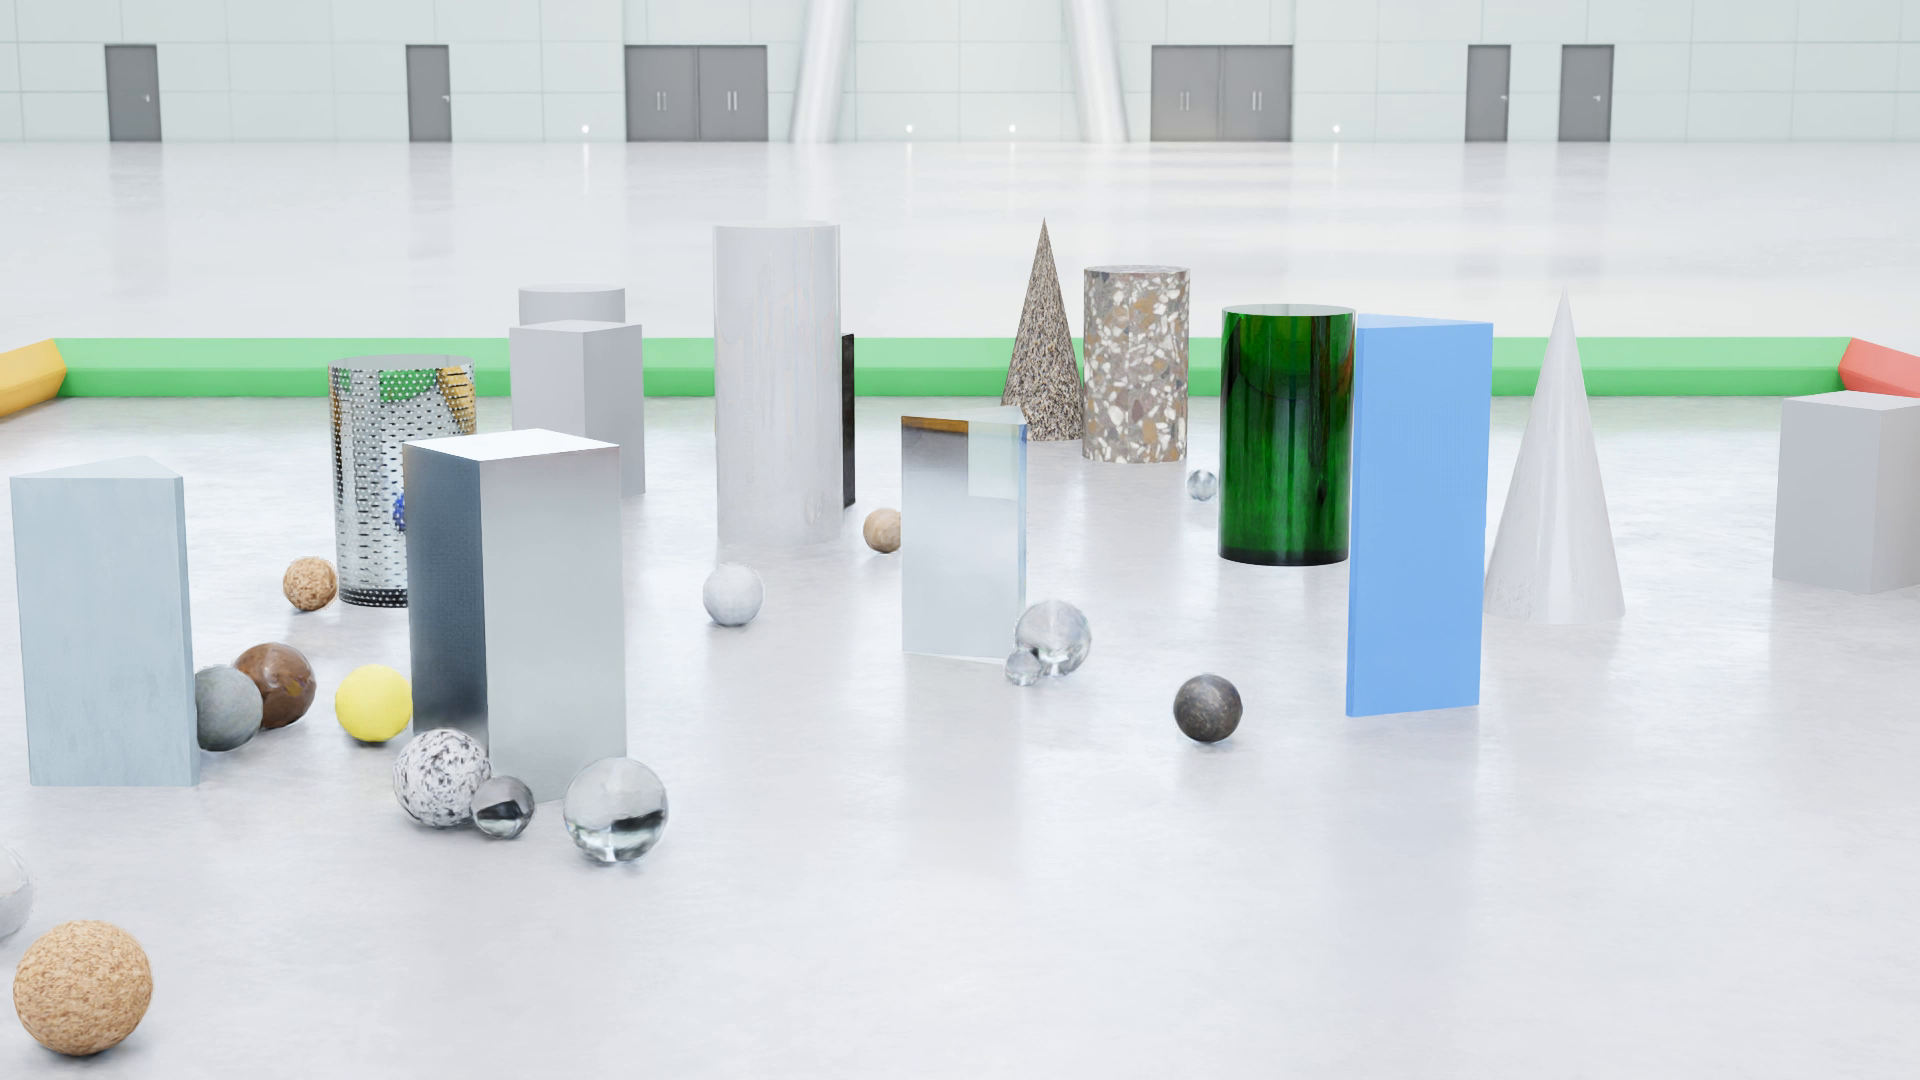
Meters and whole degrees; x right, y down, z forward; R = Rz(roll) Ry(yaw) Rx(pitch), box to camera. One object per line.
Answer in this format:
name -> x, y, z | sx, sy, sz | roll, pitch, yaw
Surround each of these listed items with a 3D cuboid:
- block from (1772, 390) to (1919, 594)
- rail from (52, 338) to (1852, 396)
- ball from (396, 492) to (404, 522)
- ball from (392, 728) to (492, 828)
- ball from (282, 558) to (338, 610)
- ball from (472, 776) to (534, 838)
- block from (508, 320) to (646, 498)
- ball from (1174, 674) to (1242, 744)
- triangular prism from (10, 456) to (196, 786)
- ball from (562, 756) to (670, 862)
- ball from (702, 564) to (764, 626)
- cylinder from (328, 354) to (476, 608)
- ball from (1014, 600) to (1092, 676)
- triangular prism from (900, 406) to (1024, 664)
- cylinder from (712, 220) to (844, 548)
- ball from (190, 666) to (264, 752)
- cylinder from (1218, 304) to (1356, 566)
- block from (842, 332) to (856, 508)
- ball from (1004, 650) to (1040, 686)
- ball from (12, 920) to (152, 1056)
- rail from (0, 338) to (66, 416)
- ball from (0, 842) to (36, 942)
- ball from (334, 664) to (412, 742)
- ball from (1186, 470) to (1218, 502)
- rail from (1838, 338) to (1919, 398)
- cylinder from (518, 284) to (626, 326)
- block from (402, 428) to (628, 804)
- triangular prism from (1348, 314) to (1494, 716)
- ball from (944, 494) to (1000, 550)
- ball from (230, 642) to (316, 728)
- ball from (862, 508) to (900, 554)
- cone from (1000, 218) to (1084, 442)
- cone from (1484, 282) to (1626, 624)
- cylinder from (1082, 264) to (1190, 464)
block -> 1.280, -0.071, 3.657 | 0.158, 0.259, 0.158 | -8, 13, -37
rail -> -0.013, -0.382, 5.691 | 4.005, 0.128, 0.045 | 0, 10, 0
ball -> -0.868, -0.052, 4.094 | 0.064, 0.064, 0.064 | 0, 10, 0
ball -> -0.501, 0.230, 2.483 | 0.095, 0.095, 0.095 | 0, 10, 0
ball -> -0.878, 0.060, 3.465 | 0.072, 0.072, 0.072 | 0, 10, 0
ball -> -0.436, 0.255, 2.448 | 0.059, 0.059, 0.059 | 0, 10, 0
block -> -0.650, -0.219, 4.366 | 0.158, 0.292, 0.158 | 6, 12, 30
ball -> 0.269, 0.183, 2.788 | 0.075, 0.075, 0.075 | 0, 10, 0
triangular prism -> -0.866, 0.081, 2.672 | 0.171, 0.320, 0.148 | 0, 10, 1
ball -> -0.318, 0.249, 2.371 | 0.098, 0.098, 0.098 | 0, 10, 0
ball -> -0.299, 0.072, 3.375 | 0.081, 0.081, 0.081 | 0, 10, 0
cylinder -> -0.768, -0.085, 3.554 | 0.198, 0.325, 0.198 | 0, 10, 0
ball -> 0.113, 0.118, 3.091 | 0.093, 0.093, 0.093 | 0, 10, 0
triangular prism -> 0.037, -0.012, 3.227 | 0.171, 0.299, 0.148 | 6, 12, 28
cylinder -> -0.282, -0.246, 3.980 | 0.198, 0.486, 0.198 | 0, 10, 0
ball -> -0.788, 0.180, 2.727 | 0.091, 0.091, 0.091 | 0, 10, 0
cylinder -> 0.487, -0.160, 3.835 | 0.198, 0.369, 0.198 | 0, 10, 0
block -> -0.276, -0.194, 4.243 | 0.158, 0.288, 0.158 | 4, 11, 19
ball -> 0.074, 0.152, 3.047 | 0.042, 0.042, 0.042 | 0, 10, 0
ball -> -0.653, 0.334, 1.913 | 0.099, 0.099, 0.099 | 0, 10, 0
rail -> -1.979, 0.035, 3.438 | 0.045, 0.128, 4.608 | 0, 10, 0
ball -> -0.820, 0.295, 2.141 | 0.091, 0.091, 0.091 | 0, 10, 0
ball -> -0.637, 0.178, 2.793 | 0.085, 0.085, 0.085 | 0, 10, 0
ball -> 0.410, -0.092, 4.339 | 0.053, 0.053, 0.053 | 0, 10, 0
rail -> 1.979, 0.031, 3.460 | 0.045, 0.128, 4.608 | 0, 10, 0
cylinder -> -0.726, -0.317, 4.828 | 0.198, 0.316, 0.198 | 0, 10, 0
block -> -0.451, 0.076, 2.607 | 0.158, 0.352, 0.158 | -9, 14, -39
triangular prism -> 0.494, -0.035, 2.961 | 0.171, 0.441, 0.148 | -4, 11, -20
ball -> 0.017, -0.028, 3.904 | 0.084, 0.084, 0.084 | 0, 10, 0
ball -> -0.764, 0.161, 2.849 | 0.096, 0.096, 0.096 | 0, 10, 0
ball -> -0.112, -0.015, 3.874 | 0.069, 0.069, 0.069 | 0, 10, 0
cone -> 0.166, -0.425, 5.089 | 0.198, 0.434, 0.198 | 0, 10, 0
cone -> 0.803, -0.126, 3.443 | 0.198, 0.444, 0.198 | 0, 10, 0
cylinder -> 0.330, -0.332, 4.815 | 0.198, 0.352, 0.198 | 0, 10, 0
